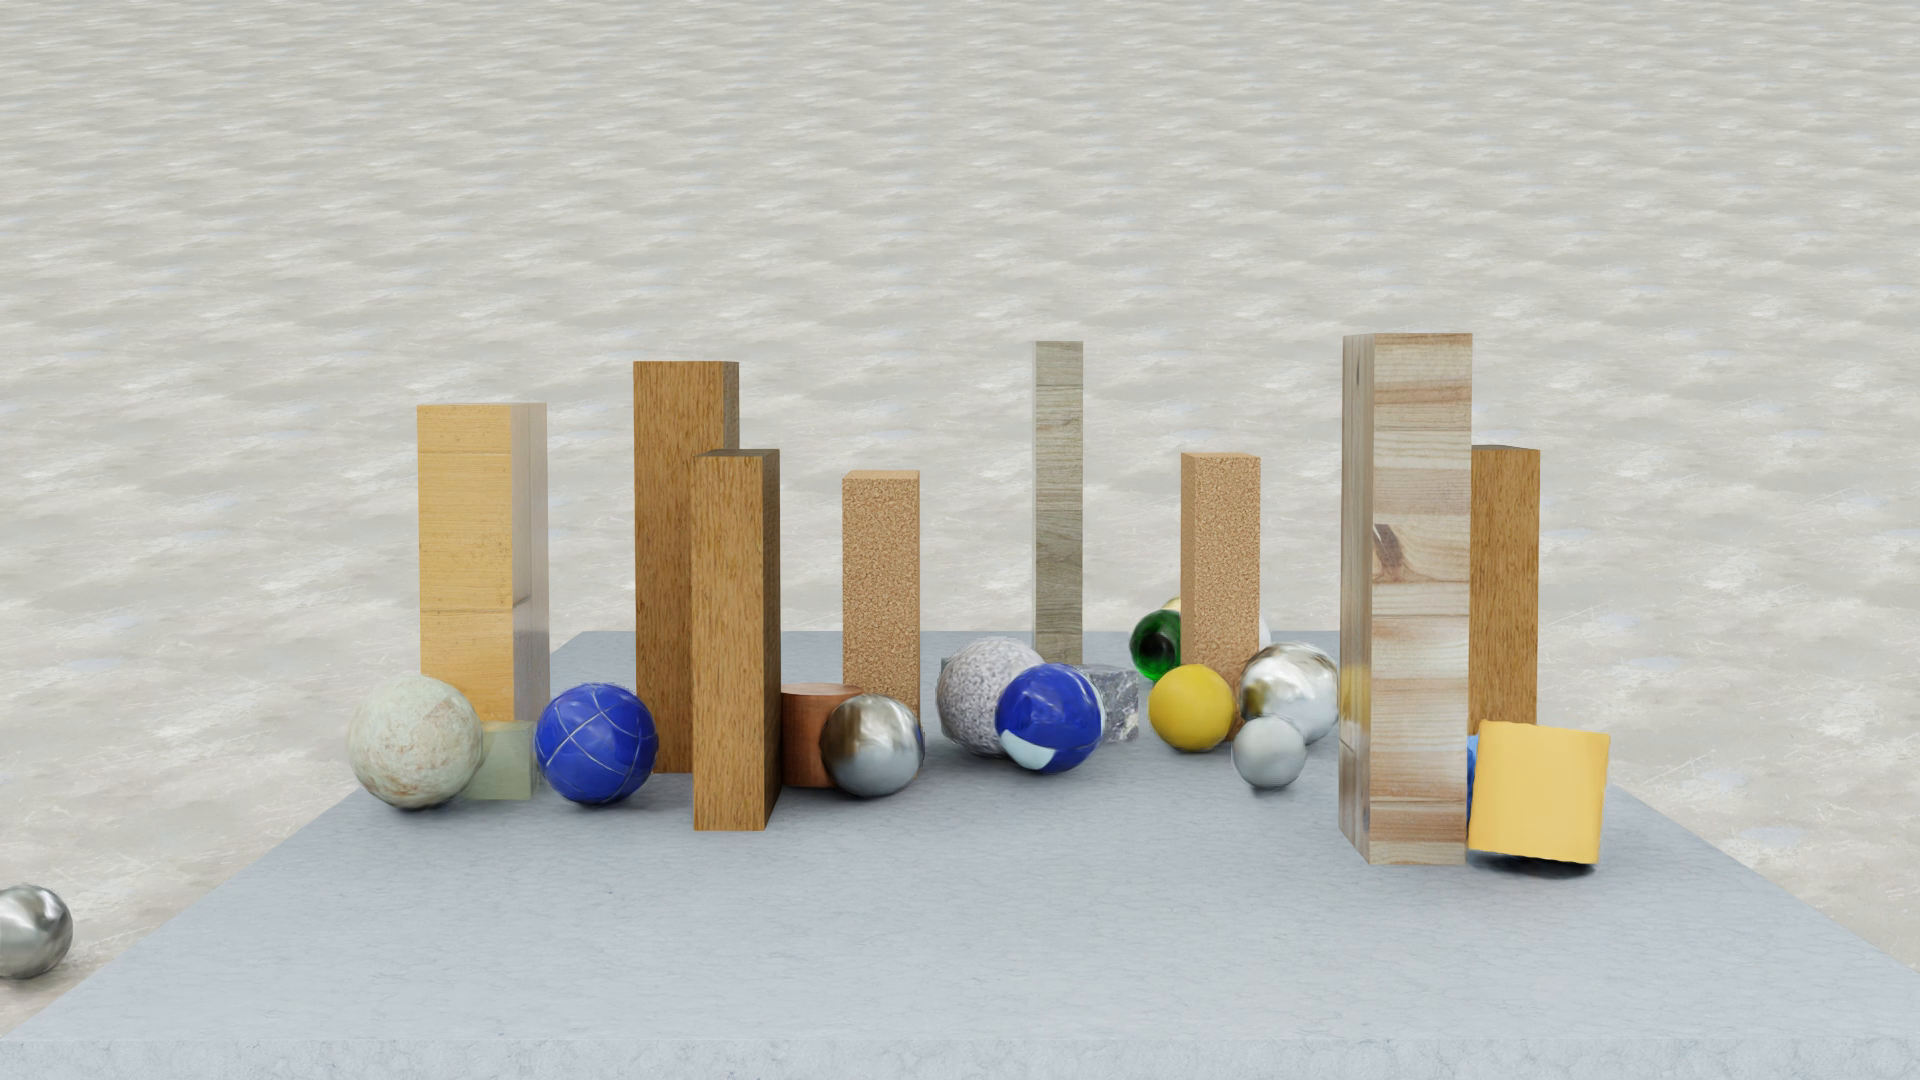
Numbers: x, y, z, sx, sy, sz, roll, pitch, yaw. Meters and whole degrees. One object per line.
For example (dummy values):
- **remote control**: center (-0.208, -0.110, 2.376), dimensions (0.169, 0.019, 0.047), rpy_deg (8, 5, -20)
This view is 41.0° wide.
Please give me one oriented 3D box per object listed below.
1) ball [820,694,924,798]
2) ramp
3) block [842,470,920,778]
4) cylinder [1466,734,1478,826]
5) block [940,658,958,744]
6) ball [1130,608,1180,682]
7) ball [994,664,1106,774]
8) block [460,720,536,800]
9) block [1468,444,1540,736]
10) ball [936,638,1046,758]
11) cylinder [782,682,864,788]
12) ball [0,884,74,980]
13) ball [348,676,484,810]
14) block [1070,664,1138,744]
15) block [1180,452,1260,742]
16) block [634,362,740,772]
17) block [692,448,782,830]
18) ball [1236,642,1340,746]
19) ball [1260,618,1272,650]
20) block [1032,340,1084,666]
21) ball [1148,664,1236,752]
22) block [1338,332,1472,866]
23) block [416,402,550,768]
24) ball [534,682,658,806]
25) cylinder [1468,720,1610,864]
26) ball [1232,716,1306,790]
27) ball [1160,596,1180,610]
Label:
- **ball**: center (-0.137, 0.318, 3.976), dimensions (0.161, 0.161, 0.161), rpy_deg (0, 19, 0)
- **ramp**: center (0.046, 0.412, 4.536), dimensions (2.000, 0.100, 4.000), rpy_deg (0, 4, 0)
- **block**: center (-0.130, 0.132, 4.331), dimensions (0.120, 0.486, 0.363), rpy_deg (0, 4, 0)
- **cylinder**: center (0.769, 0.348, 3.744), dimensions (0.130, 0.130, 0.130), rpy_deg (-2, 18, -29)
- **block**: center (0.045, 0.287, 4.631), dimensions (0.137, 0.137, 0.137), rpy_deg (-1, 4, -11)
- **ball**: center (0.437, 0.224, 5.419), dimensions (0.158, 0.158, 0.158), rpy_deg (0, 19, 0)
- **ball**: center (0.147, 0.293, 4.210), dimensions (0.181, 0.181, 0.181), rpy_deg (0, 19, 0)
- **block**: center (-0.720, 0.344, 4.007), dimensions (0.107, 0.107, 0.107), rpy_deg (0, 4, -4)
- **block**: center (0.950, 0.090, 4.705), dimensions (0.147, 0.520, 0.328), rpy_deg (0, 4, 0)
- **ball**: center (0.063, 0.269, 4.382), dimensions (0.205, 0.205, 0.205), rpy_deg (0, 19, 0)
- **cylinder**: center (-0.228, 0.310, 4.099), dimensions (0.146, 0.146, 0.146), rpy_deg (1, 5, 0)
- **ball**: center (-1.832, 0.767, 5.025), dimensions (0.184, 0.184, 0.184), rpy_deg (0, 19, 0)
- **ball**: center (-0.818, 0.305, 3.859), dimensions (0.201, 0.201, 0.201), rpy_deg (0, 19, 0)
- **block**: center (0.234, 0.294, 4.613), dimensions (0.125, 0.125, 0.125), rpy_deg (-2, 4, -29)
- **block**: center (0.475, 0.097, 4.707), dimensions (0.116, 0.506, 0.288), rpy_deg (0, 4, 0)
- **block**: center (-0.459, 0.036, 4.357), dimensions (0.146, 0.676, 0.317), rpy_deg (0, 4, 0)
- **block**: center (-0.332, 0.138, 3.854), dimensions (0.101, 0.538, 0.367), rpy_deg (0, 4, 0)
- **ball**: center (0.579, 0.271, 4.493), dimensions (0.187, 0.187, 0.187), rpy_deg (0, 19, 0)
- **ball**: center (0.607, 0.220, 5.600), dimensions (0.143, 0.143, 0.143), rpy_deg (0, 19, 0)
- **block**: center (0.200, -0.049, 5.300), dimensions (0.094, 0.719, 0.275), rpy_deg (0, 4, 0)
- **ball**: center (0.402, 0.292, 4.447), dimensions (0.151, 0.151, 0.151), rpy_deg (0, 19, 0)
- **block**: center (0.611, 0.072, 3.546), dimensions (0.129, 0.709, 0.279), rpy_deg (0, 4, 0)
- **block**: center (-0.779, 0.079, 4.226), dimensions (0.146, 0.606, 0.363), rpy_deg (0, 4, 0)
- **ball**: center (-0.552, 0.310, 3.903), dimensions (0.187, 0.187, 0.187), rpy_deg (0, 19, 0)
- **cylinder**: center (0.770, 0.335, 3.416), dimensions (0.171, 0.171, 0.171), rpy_deg (7, -4, 1)
- **ball**: center (0.487, 0.335, 4.047), dimensions (0.117, 0.117, 0.117), rpy_deg (0, 19, 0)
- **ball**: center (0.514, 0.202, 5.723), dimensions (0.164, 0.164, 0.164), rpy_deg (0, 19, 0)
